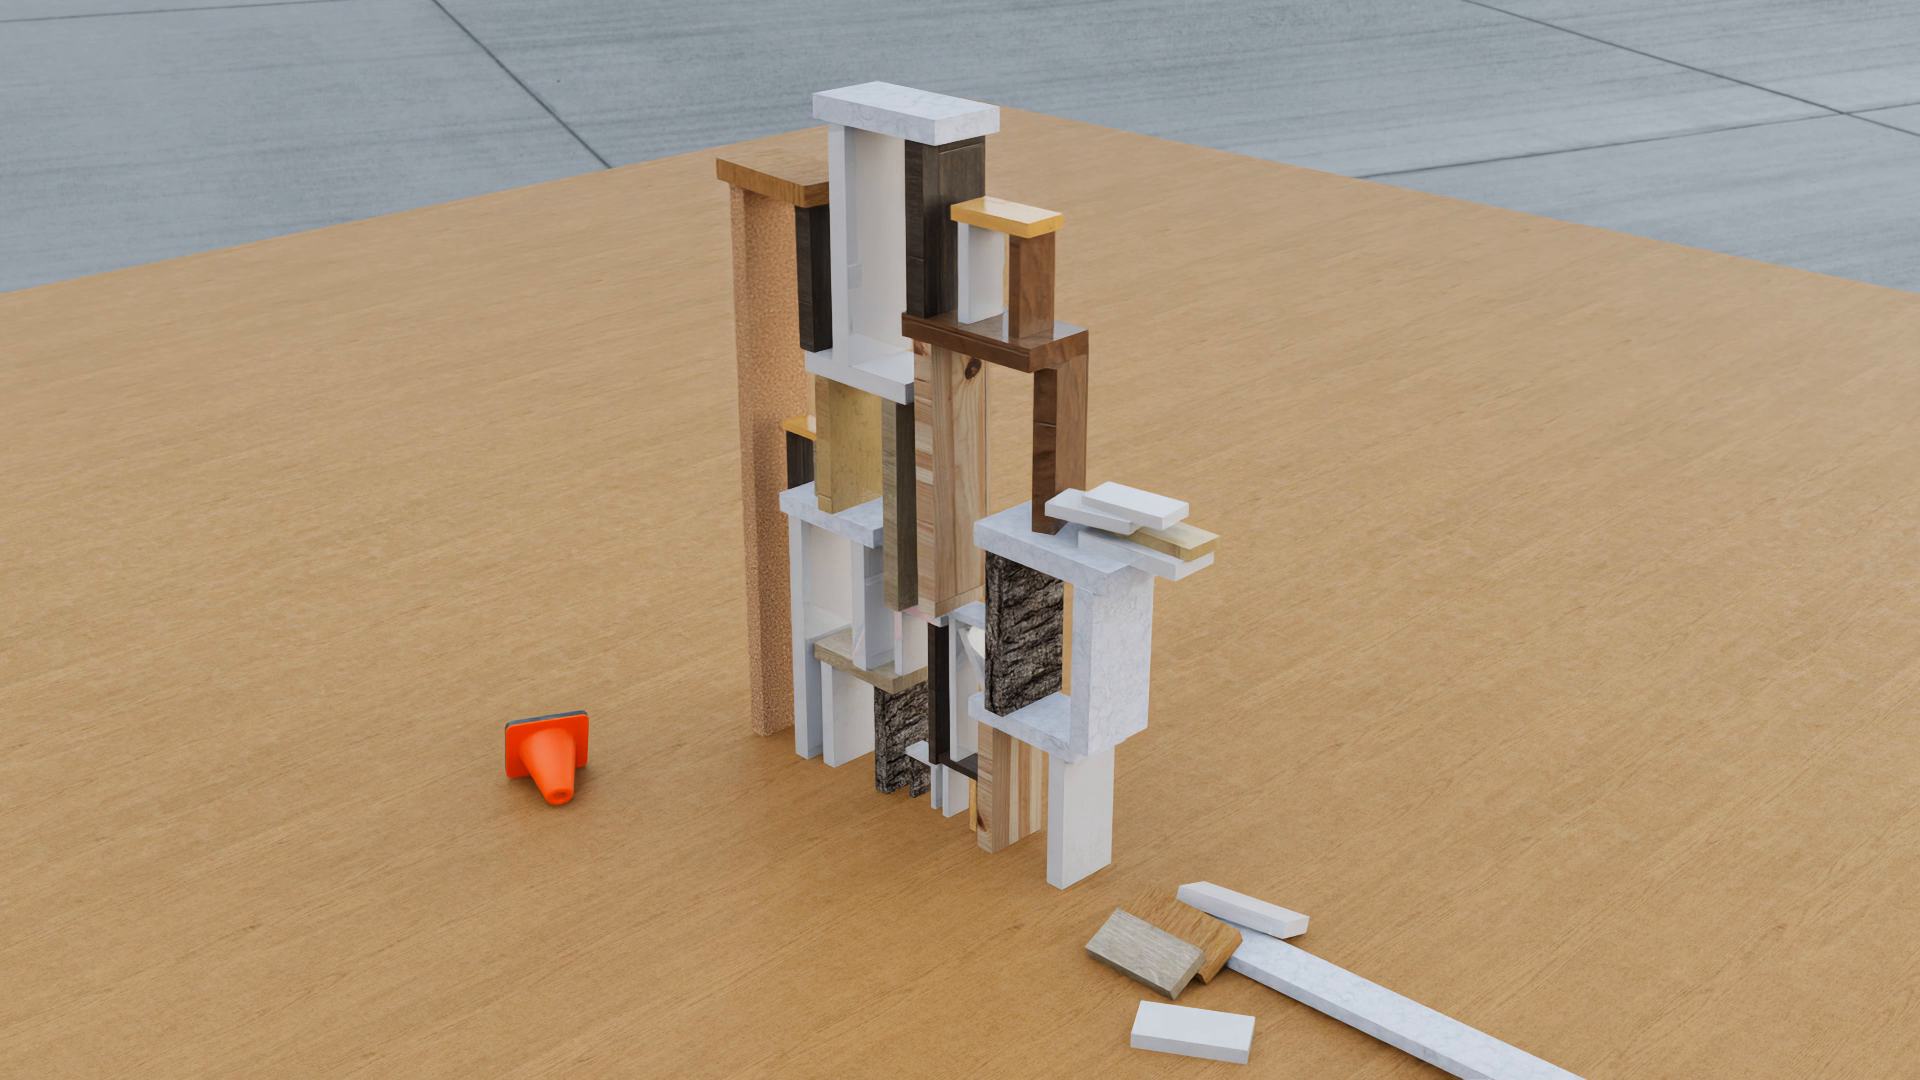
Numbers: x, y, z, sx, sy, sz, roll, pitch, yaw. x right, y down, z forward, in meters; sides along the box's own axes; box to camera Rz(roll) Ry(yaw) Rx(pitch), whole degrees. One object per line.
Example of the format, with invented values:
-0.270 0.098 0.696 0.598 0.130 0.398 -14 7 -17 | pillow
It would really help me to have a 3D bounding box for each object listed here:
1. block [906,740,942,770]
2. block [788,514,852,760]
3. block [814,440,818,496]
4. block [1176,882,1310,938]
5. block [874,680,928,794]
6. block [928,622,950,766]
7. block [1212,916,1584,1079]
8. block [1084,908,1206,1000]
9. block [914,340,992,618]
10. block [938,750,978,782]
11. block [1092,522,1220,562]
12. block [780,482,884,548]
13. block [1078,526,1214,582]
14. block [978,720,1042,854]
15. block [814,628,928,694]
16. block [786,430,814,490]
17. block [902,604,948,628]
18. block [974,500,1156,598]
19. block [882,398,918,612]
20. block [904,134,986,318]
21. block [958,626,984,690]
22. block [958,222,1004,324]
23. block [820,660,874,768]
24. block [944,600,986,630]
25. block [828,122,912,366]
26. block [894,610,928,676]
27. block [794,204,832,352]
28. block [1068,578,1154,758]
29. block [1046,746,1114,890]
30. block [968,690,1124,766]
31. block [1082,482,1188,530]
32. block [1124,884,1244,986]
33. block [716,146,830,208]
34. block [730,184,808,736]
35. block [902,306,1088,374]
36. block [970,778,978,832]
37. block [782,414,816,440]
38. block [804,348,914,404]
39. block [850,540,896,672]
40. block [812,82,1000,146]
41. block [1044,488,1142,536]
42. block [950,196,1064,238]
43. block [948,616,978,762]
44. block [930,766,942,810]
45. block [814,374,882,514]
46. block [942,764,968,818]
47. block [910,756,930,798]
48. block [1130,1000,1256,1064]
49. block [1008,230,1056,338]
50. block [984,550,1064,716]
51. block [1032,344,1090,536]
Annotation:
-0.061 0.437 4.470 0.048 0.014 0.095 -21 31 -40 | block
-0.286 0.187 4.612 0.140 0.552 0.040 -21 31 -40 | block
-0.267 -0.151 4.447 0.060 0.121 0.017 -21 31 -40 | block
0.522 0.682 4.062 0.220 0.031 0.110 15 5 31 | block
-0.120 0.393 4.528 0.120 0.239 0.034 -21 31 -41 | block
-0.030 0.296 4.385 0.073 0.311 0.021 -21 31 -40 | block
0.844 0.852 3.652 0.099 0.028 1.145 -21 28 -40 | block
0.331 0.739 3.933 0.198 0.028 0.099 21 55 40 | block
-0.012 -0.131 4.179 0.045 0.549 0.158 20 30 40 | block
0.019 0.446 4.388 0.058 0.017 0.117 -21 31 -40 | block
0.327 -0.023 3.921 0.282 0.024 0.085 21 31 41 | block
-0.219 -0.059 4.434 0.279 0.040 0.140 21 31 41 | block
0.330 0.013 3.908 0.220 0.031 0.110 20 30 39 | block
0.098 0.463 4.312 0.140 0.280 0.040 -21 31 -41 | block
-0.177 0.245 4.527 0.120 0.034 0.239 -21 31 -40 | block
-0.326 0.098 4.617 0.017 0.712 0.060 21 31 41 | block
-0.063 0.131 4.351 0.073 0.021 0.147 -21 31 -40 | block
0.200 0.012 4.010 0.165 0.047 0.330 -21 31 -40 | block
-0.084 -0.085 4.273 0.143 0.436 0.040 -21 31 -40 | block
-0.026 -0.579 4.003 0.046 0.323 0.162 20 31 40 | block
0.047 0.223 4.283 0.063 0.127 0.018 -21 -2 -42 | block
0.038 -0.491 3.971 0.026 0.185 0.093 21 31 39 | block
-0.233 0.349 4.633 0.120 0.239 0.034 -21 31 -40 | block
0.037 0.145 4.253 0.127 0.018 0.063 20 30 40 | block
-0.169 -0.572 4.165 0.162 0.464 0.046 -21 31 -40 | block
-0.097 0.194 4.417 0.073 0.147 0.021 -21 31 -40 | block
-0.246 -0.527 4.271 0.149 0.298 0.042 -21 30 -40 | block
0.276 0.216 4.012 0.165 0.330 0.047 -21 31 -40 | block
0.230 0.514 4.192 0.140 0.280 0.040 -21 31 -40 | block
0.164 0.340 4.191 0.140 0.040 0.280 -21 31 -40 | block
0.309 -0.061 3.886 0.171 0.024 0.085 17 28 34 | block
0.391 0.713 3.983 0.220 0.031 0.110 22 57 42 | block
-0.326 -0.702 4.250 0.149 0.042 0.298 -18 29 -35 | block
-0.385 -0.159 4.580 0.149 1.215 0.042 -21 31 -41 | block
0.062 -0.377 3.998 0.317 0.045 0.158 20 31 39 | block
0.046 0.518 4.390 0.059 0.117 0.017 -21 30 -40 | block
-0.297 -0.226 4.448 0.060 0.017 0.121 -21 30 -40 | block
-0.151 -0.330 4.241 0.143 0.040 0.285 -21 31 -40 | block
-0.152 0.113 4.439 0.139 0.279 0.040 -20 30 -39 | block
-0.100 -0.778 3.998 0.162 0.046 0.323 -21 31 -40 | block
0.247 -0.051 3.926 0.171 0.024 0.085 14 27 30 | block
0.083 -0.572 3.890 0.185 0.026 0.093 20 30 39 | block
0.008 0.286 4.344 0.018 0.313 0.063 20 30 40 | block
-0.037 0.496 4.471 0.048 0.095 0.014 -21 31 -40 | block
-0.218 -0.207 4.368 0.143 0.285 0.040 -21 31 -41 | block
-0.008 0.497 4.440 0.059 0.117 0.017 -21 31 -41 | block
-0.082 0.478 4.512 0.014 0.095 0.048 21 31 41 | block
0.397 0.839 3.748 0.198 0.028 0.099 6 24 13 | block
0.127 -0.458 3.893 0.026 0.185 0.093 20 31 39 | block
0.122 0.154 4.158 0.165 0.330 0.047 -21 31 -40 | block
0.183 -0.186 4.010 0.045 0.317 0.158 10 25 22 | block
